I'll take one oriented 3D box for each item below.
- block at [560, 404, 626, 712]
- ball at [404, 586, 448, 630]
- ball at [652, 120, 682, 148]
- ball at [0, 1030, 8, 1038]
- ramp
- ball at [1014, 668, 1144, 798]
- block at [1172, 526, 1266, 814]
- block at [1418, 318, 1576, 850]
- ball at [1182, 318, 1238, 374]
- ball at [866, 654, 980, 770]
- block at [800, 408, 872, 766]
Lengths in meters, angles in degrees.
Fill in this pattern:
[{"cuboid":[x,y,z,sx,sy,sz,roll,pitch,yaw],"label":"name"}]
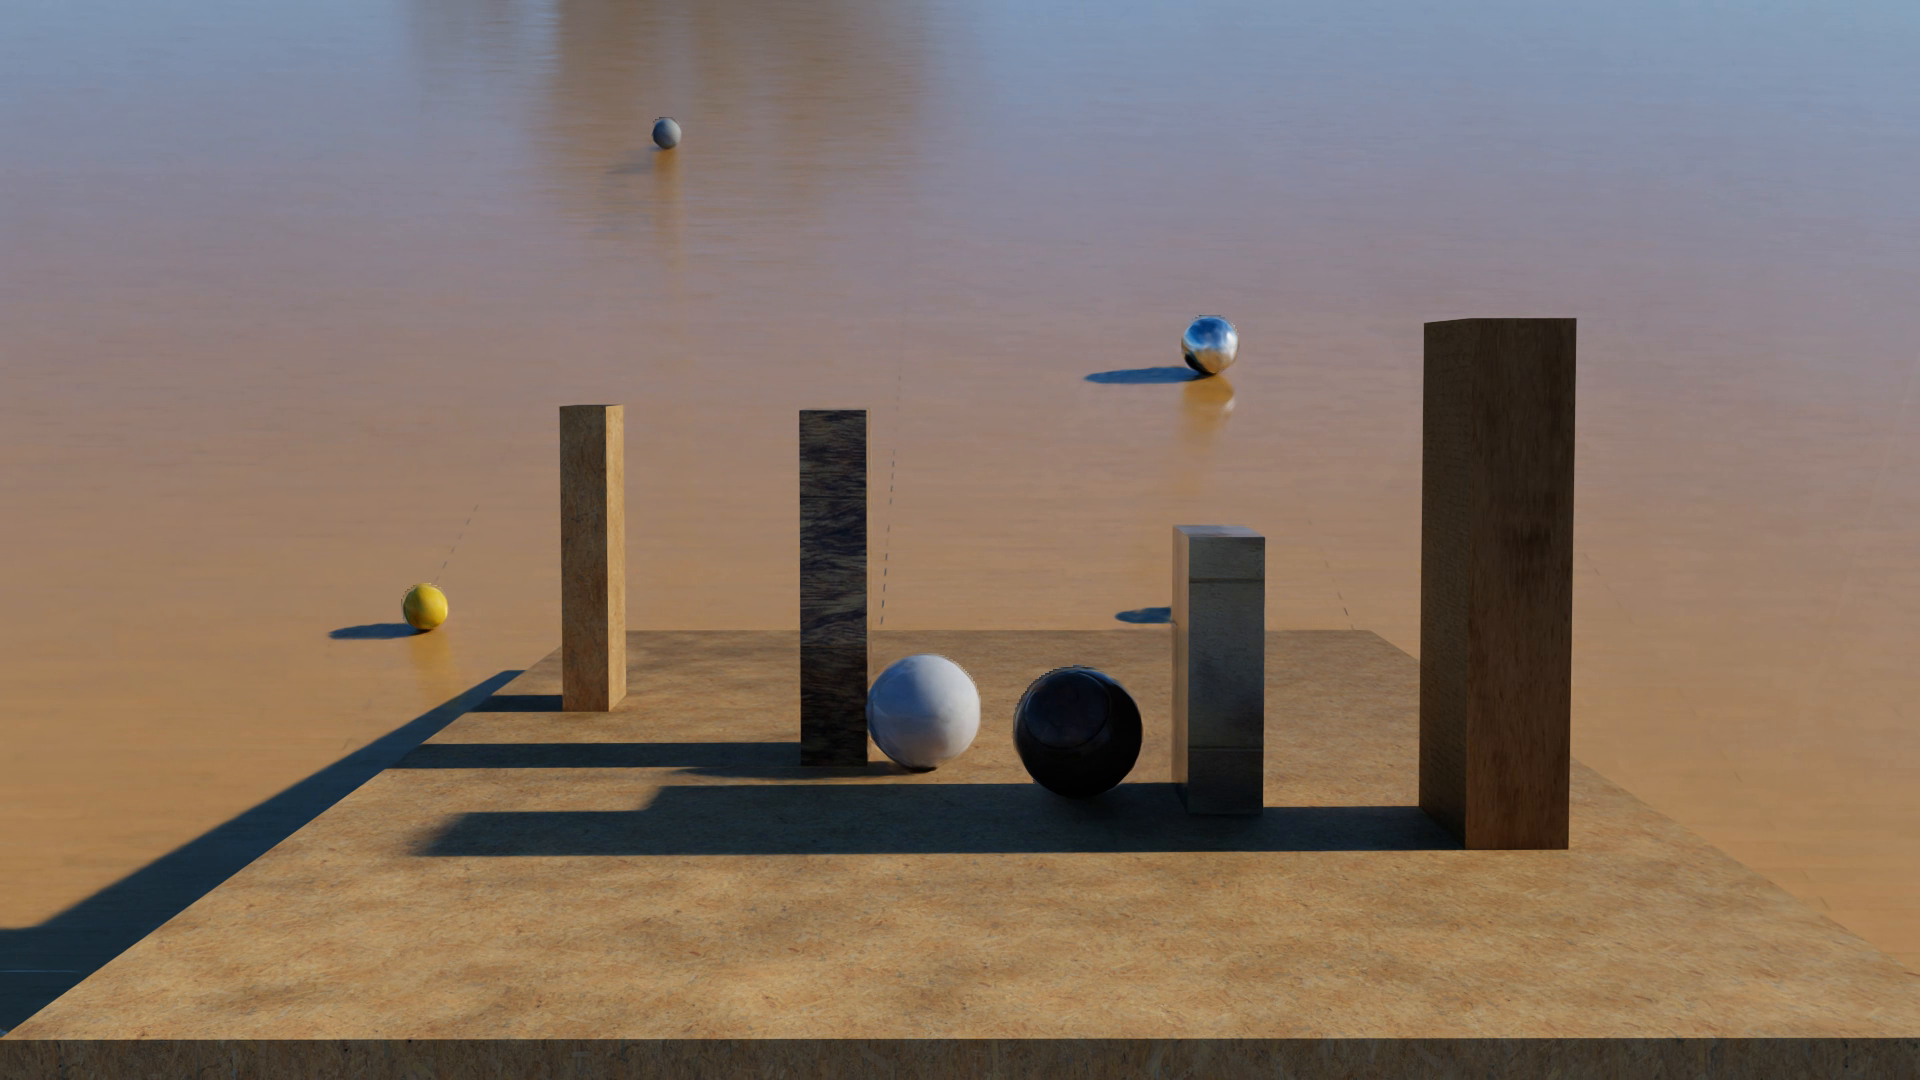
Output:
[{"cuboid":[-0.725,0.029,5.082,0.089,0.590,0.260,0,4,0],"label":"block"},{"cuboid":[-1.412,0.180,6.782,0.117,0.117,0.117,0,19,0],"label":"ball"},{"cuboid":[-1.501,-2.079,13.148,0.150,0.150,0.150,0,19,0],"label":"ball"},{"cuboid":[-1.746,0.941,4.610,0.124,0.124,0.124,0,19,0],"label":"ball"},{"cuboid":[0.046,0.411,4.537,2.000,0.100,4.000,0,4,0],"label":"ramp"},{"cuboid":[0.184,0.298,3.971,0.200,0.200,0.200,0,19,0],"label":"ball"},{"cuboid":[0.395,0.192,3.955,0.113,0.413,0.290,0,4,0],"label":"block"},{"cuboid":[0.767,0.051,3.689,0.142,0.730,0.357,0,4,0],"label":"block"},{"cuboid":[0.888,-0.691,9.124,0.204,0.204,0.204,0,19,0],"label":"ball"},{"cuboid":[-0.061,0.285,4.251,0.190,0.190,0.190,0,19,0],"label":"ball"},{"cuboid":[-0.211,0.072,4.405,0.111,0.594,0.280,0,4,0],"label":"block"}]
